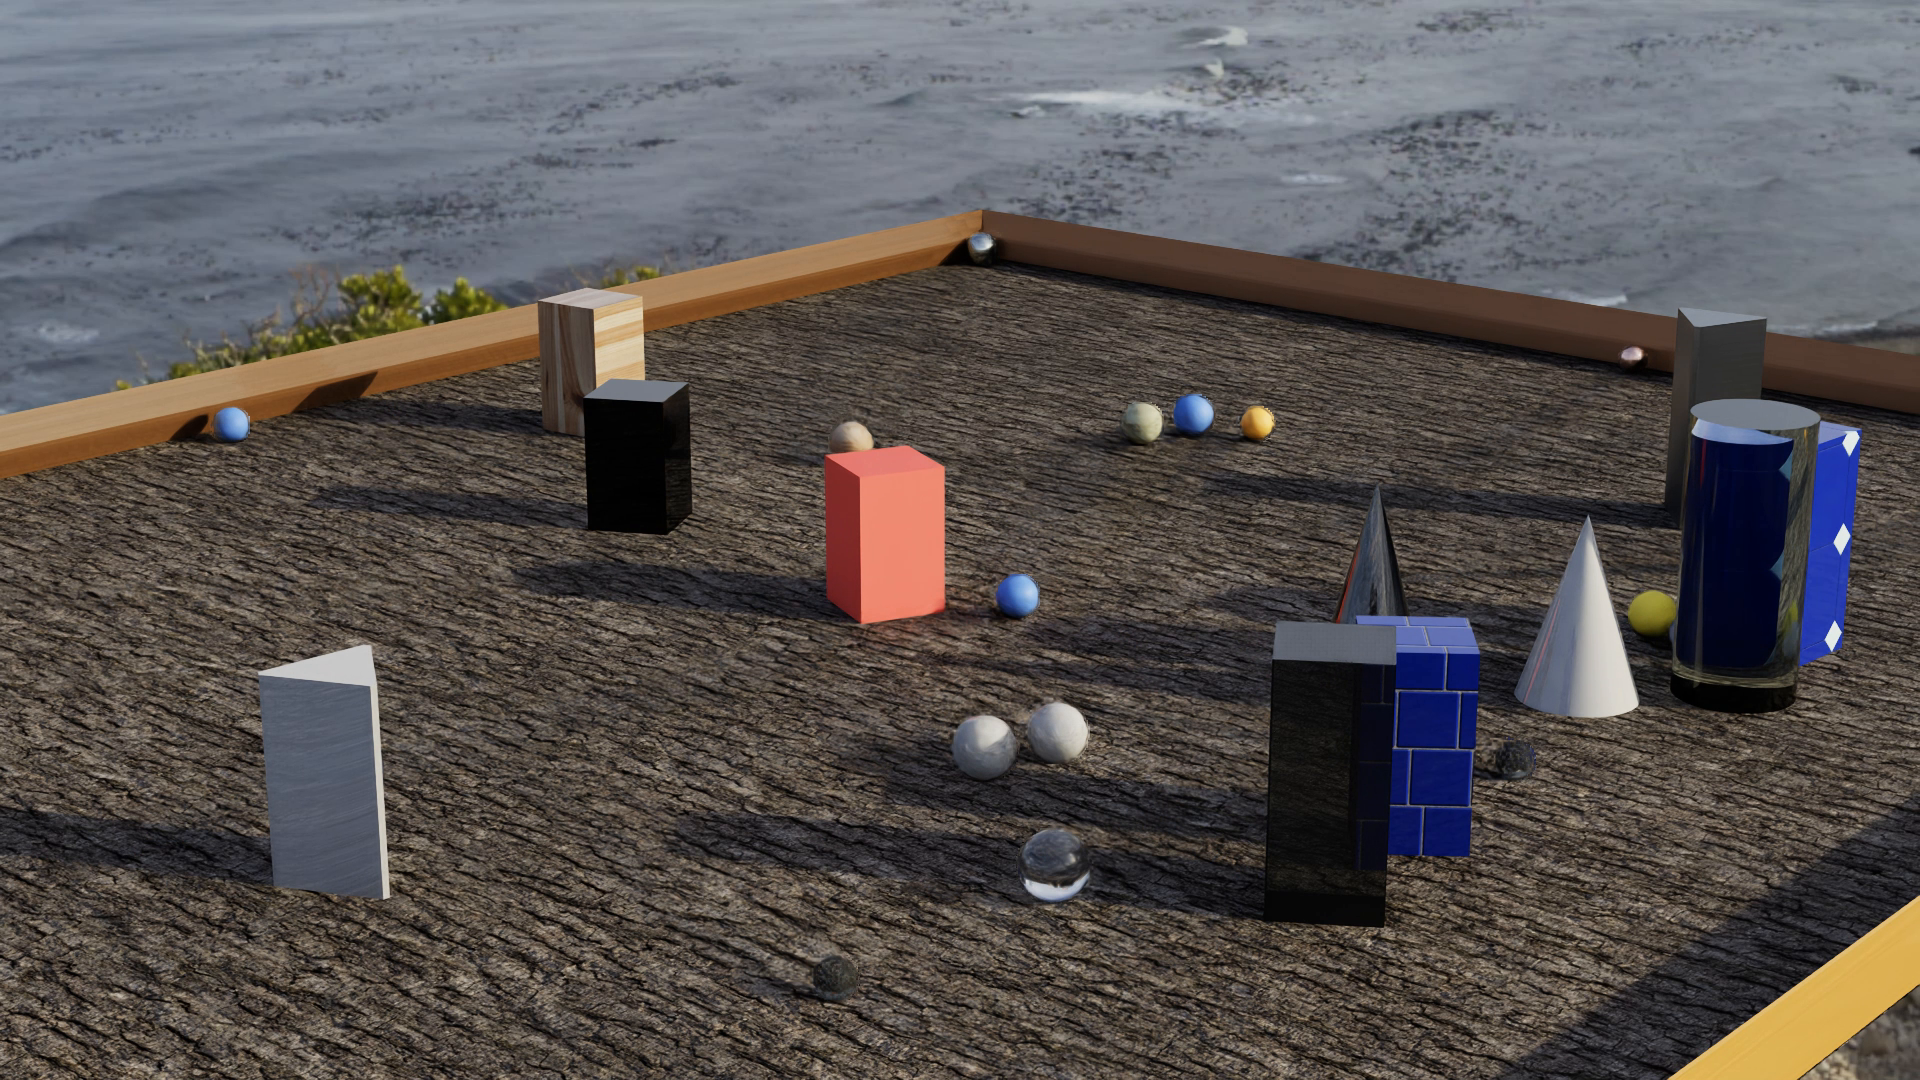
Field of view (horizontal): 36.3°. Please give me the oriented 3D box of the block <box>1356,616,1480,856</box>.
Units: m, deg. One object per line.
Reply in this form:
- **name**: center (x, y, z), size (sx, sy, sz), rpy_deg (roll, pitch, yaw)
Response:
- **block**: center (0.624, 0.269, 4.047), size (0.155, 0.293, 0.155), rpy_deg (1, 17, 4)

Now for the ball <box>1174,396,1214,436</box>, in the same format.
- **ball**: center (0.490, -0.261, 6.166), size (0.085, 0.085, 0.085), rpy_deg (0, 17, 0)

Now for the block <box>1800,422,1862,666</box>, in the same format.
- **block**: center (1.350, -0.001, 4.802), size (0.155, 0.374, 0.155), rpy_deg (-16, 23, -42)

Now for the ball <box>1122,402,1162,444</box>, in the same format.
- **ball**: center (0.379, -0.242, 6.102), size (0.086, 0.086, 0.086), rpy_deg (0, 17, 0)

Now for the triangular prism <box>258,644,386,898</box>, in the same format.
- **triangular prism**: center (-0.818, 0.304, 3.921), size (0.168, 0.299, 0.146), rpy_deg (5, 17, 16)

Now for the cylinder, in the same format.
- **cylinder**: center (1.224, 0.024, 4.579), size (0.194, 0.455, 0.194), rpy_deg (0, 17, 0)

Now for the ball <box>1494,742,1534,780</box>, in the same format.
- **ball**: center (0.810, 0.322, 4.282), size (0.056, 0.056, 0.056), rpy_deg (0, 17, 0)

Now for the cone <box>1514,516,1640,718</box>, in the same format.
- **cone**: center (0.974, 0.103, 4.586), size (0.194, 0.300, 0.194), rpy_deg (0, 17, 0)

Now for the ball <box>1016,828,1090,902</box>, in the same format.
- **ball**: center (0.123, 0.428, 3.859), size (0.097, 0.097, 0.097), rpy_deg (0, 17, 0)

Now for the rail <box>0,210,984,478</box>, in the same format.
- **rail**: center (-1.443, -0.330, 6.319), size (0.045, 0.126, 4.639), rpy_deg (14, 22, 39)

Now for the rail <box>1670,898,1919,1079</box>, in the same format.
- **rail**: center (1.443, 0.393, 3.921), size (0.045, 0.126, 4.639), rpy_deg (14, 22, 39)

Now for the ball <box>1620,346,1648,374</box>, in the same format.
- **ball**: center (1.541, -0.413, 6.707), size (0.063, 0.063, 0.063), rpy_deg (0, 17, 0)

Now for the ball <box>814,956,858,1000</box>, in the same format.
- **ball**: center (-0.152, 0.535, 3.579), size (0.054, 0.054, 0.054), rpy_deg (0, 17, 0)

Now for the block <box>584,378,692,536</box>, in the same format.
- **block**: center (-0.606, -0.158, 5.527), size (0.155, 0.256, 0.155), rpy_deg (4, 17, 12)

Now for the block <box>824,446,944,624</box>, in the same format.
- **block**: center (-0.129, -0.011, 5.036), size (0.155, 0.258, 0.155), rpy_deg (-8, 18, -24)

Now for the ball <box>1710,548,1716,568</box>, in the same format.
- **ball**: center (1.369, 0.032, 5.271), size (0.040, 0.040, 0.040), rpy_deg (0, 17, 0)

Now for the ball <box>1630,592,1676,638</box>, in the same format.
- **ball**: center (1.158, 0.125, 4.896), size (0.079, 0.079, 0.079), rpy_deg (0, 17, 0)

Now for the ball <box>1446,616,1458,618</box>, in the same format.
- **ball**: center (0.816, 0.150, 4.862), size (0.050, 0.050, 0.050), rpy_deg (0, 17, 0)

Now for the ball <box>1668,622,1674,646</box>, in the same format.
- **ball**: center (1.200, 0.154, 4.819), size (0.068, 0.068, 0.068), rpy_deg (0, 17, 0)

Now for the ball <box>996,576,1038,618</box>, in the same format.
- **ball**: center (0.098, 0.096, 5.002), size (0.073, 0.073, 0.073), rpy_deg (0, 17, 0)

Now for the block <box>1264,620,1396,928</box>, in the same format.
- **block**: center (0.482, 0.303, 3.818), size (0.155, 0.360, 0.155), rpy_deg (2, 17, 8)

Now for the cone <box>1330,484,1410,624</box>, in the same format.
- **cone**: center (0.643, 0.079, 4.563), size (0.194, 0.358, 0.194), rpy_deg (0, 17, 0)

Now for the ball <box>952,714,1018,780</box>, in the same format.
- **ball**: center (0.036, 0.302, 4.280), size (0.095, 0.095, 0.095), rpy_deg (0, 17, 0)

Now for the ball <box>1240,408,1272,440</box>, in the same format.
- **ball**: center (0.621, -0.243, 6.135), size (0.068, 0.068, 0.068), rpy_deg (0, 17, 0)

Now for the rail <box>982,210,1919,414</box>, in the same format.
- **rail**: center (1.505, -0.469, 6.780), size (3.869, 0.126, 0.045), rpy_deg (14, 22, 39)

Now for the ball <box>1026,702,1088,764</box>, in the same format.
- **ball**: center (0.144, 0.286, 4.345), size (0.090, 0.090, 0.090), rpy_deg (0, 17, 0)

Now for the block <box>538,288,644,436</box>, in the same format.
- **block**: center (-0.778, -0.375, 6.206), size (0.155, 0.279, 0.155), rpy_deg (11, 20, 33)

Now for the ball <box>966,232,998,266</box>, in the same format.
- **ball**: center (0.059, -0.783, 7.887), size (0.090, 0.090, 0.090), rpy_deg (0, 17, 0)

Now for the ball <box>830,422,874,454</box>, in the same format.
- **ball**: center (-0.220, -0.195, 5.939), size (0.089, 0.089, 0.089), rpy_deg (0, 17, 0)

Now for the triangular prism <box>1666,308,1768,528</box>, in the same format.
- **triangular prism**: center (1.398, -0.235, 5.551), size (0.168, 0.390, 0.146), rpy_deg (-9, 19, -26)

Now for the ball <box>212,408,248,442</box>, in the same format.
- **ball**: center (-1.522, -0.241, 6.118), size (0.073, 0.073, 0.073), rpy_deg (0, 17, 0)
